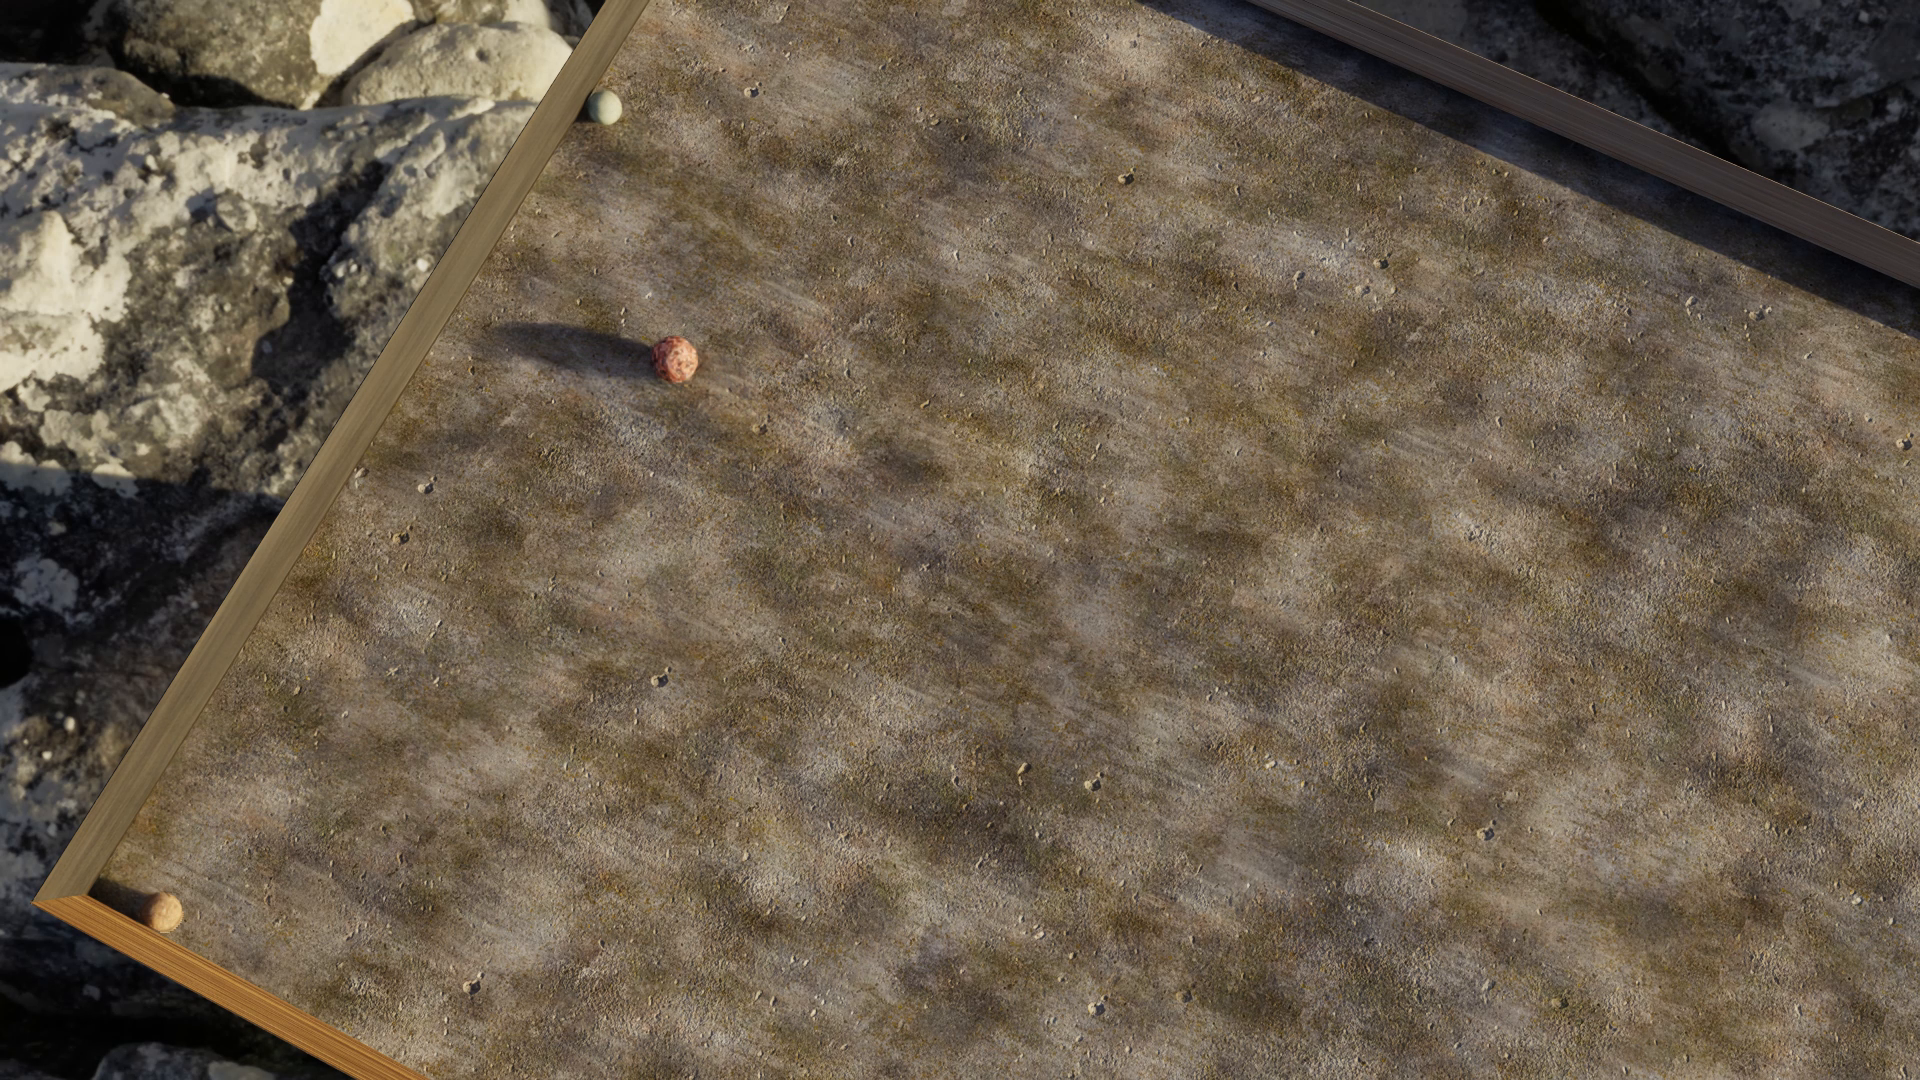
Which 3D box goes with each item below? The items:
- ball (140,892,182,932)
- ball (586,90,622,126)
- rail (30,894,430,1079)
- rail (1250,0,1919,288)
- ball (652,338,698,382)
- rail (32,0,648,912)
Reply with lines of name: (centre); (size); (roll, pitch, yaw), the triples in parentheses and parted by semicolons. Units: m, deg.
ball: (-1.175, 0.547, 3.234); (0.057, 0.057, 0.057); (0, 71, 0)
ball: (-0.591, -0.719, 3.659); (0.058, 0.058, 0.058); (0, 71, 0)
rail: (0.351, 1.321, 2.954); (3.766, 0.095, 0.045); (25, 73, 8)
rail: (1.332, -0.529, 3.575); (3.766, 0.095, 0.045); (25, 73, 8)
ball: (-0.455, -0.287, 3.506); (0.073, 0.073, 0.073); (0, 71, 0)
rail: (-0.820, -0.396, 3.530); (0.045, 0.095, 2.231); (25, 73, 8)
